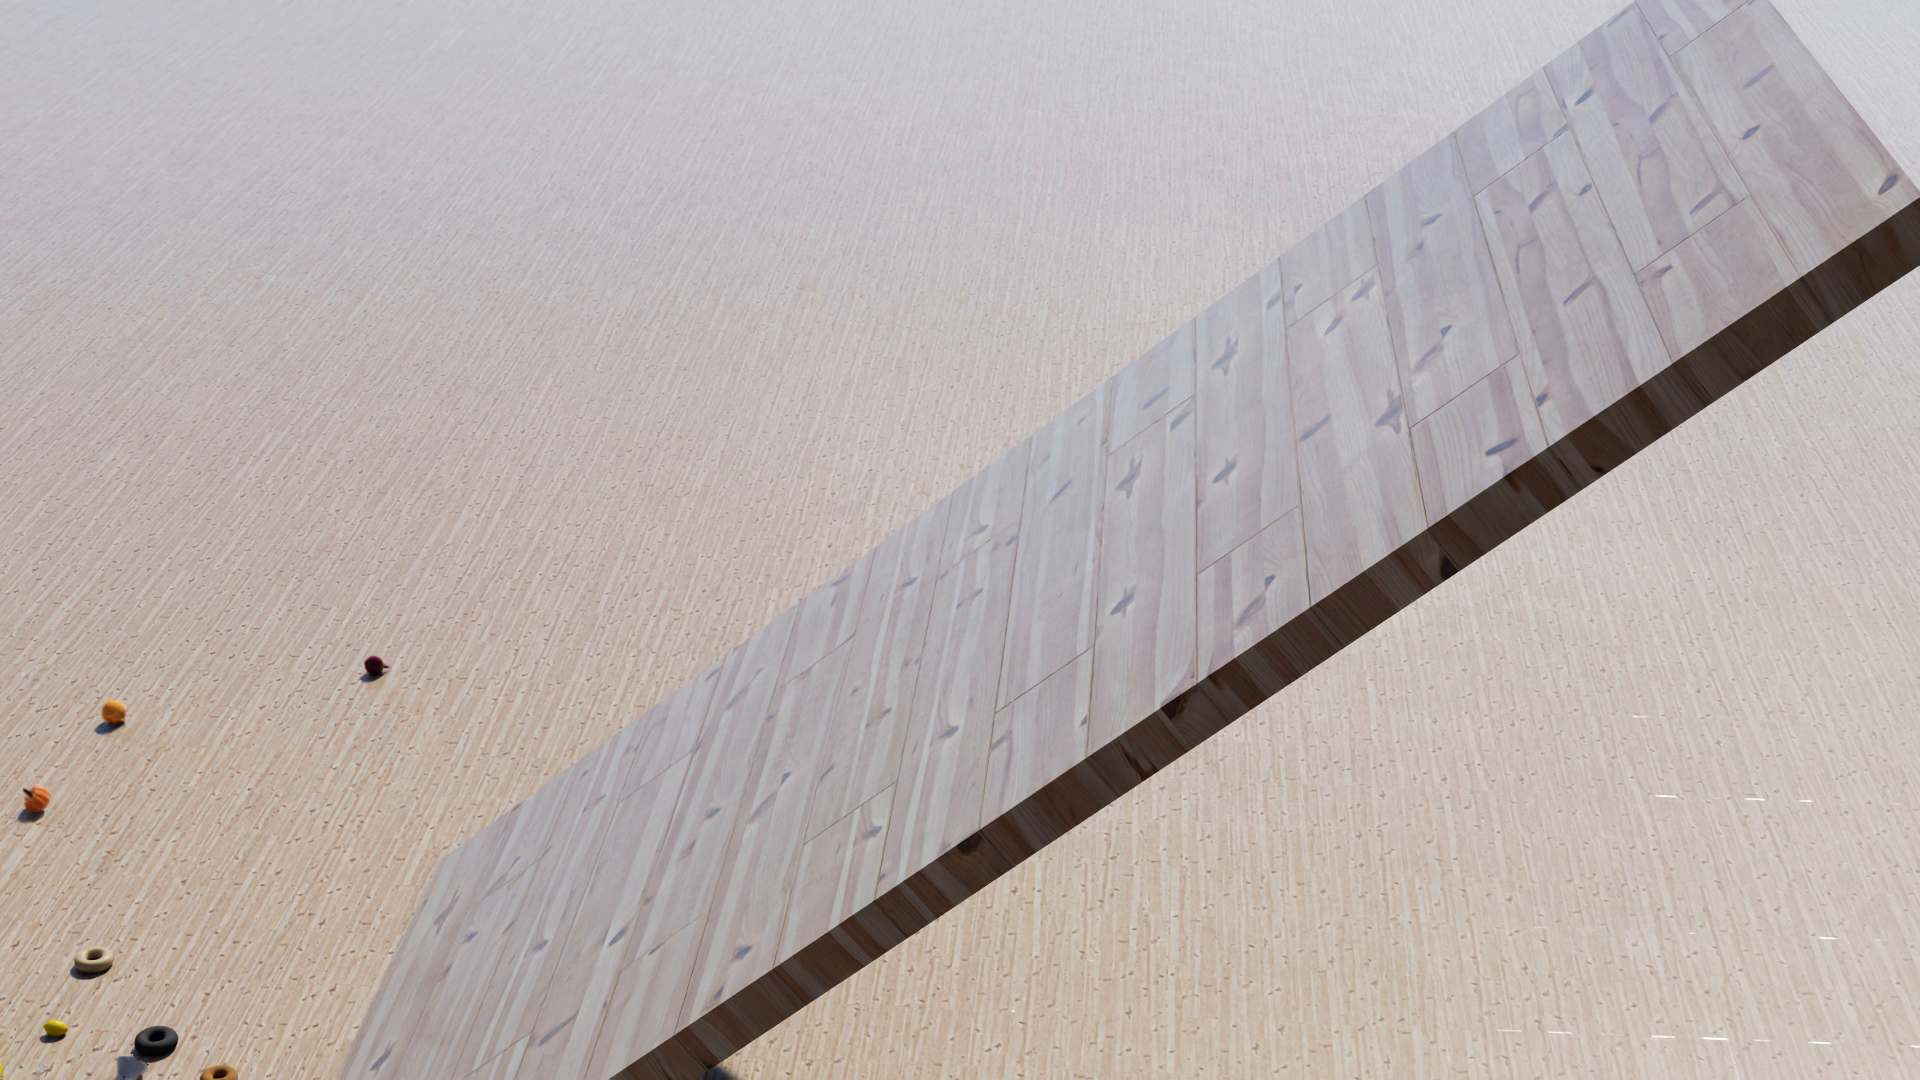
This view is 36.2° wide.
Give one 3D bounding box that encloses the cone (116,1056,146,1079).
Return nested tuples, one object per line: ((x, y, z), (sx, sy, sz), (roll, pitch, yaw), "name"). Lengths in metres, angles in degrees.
((-1.990, 1.283, 7.011), (0.075, 0.075, 0.075), (5, 51, 11), "cone")

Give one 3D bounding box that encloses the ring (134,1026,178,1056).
((-1.956, 1.219, 7.158), (0.104, 0.035, 0.104), (1, 24, 0), "ring")

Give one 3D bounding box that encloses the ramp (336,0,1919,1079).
((0.123, 0.183, 6.335), (4.000, 0.100, 2.000), (-35, 16, 18), "ramp")

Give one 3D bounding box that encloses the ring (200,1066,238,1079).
((-1.767, 1.284, 7.014), (0.089, 0.030, 0.089), (1, 23, 0), "ring")

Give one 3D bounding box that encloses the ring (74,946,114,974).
((-2.209, 1.071, 7.501), (0.099, 0.033, 0.099), (1, 24, 0), "ring")
